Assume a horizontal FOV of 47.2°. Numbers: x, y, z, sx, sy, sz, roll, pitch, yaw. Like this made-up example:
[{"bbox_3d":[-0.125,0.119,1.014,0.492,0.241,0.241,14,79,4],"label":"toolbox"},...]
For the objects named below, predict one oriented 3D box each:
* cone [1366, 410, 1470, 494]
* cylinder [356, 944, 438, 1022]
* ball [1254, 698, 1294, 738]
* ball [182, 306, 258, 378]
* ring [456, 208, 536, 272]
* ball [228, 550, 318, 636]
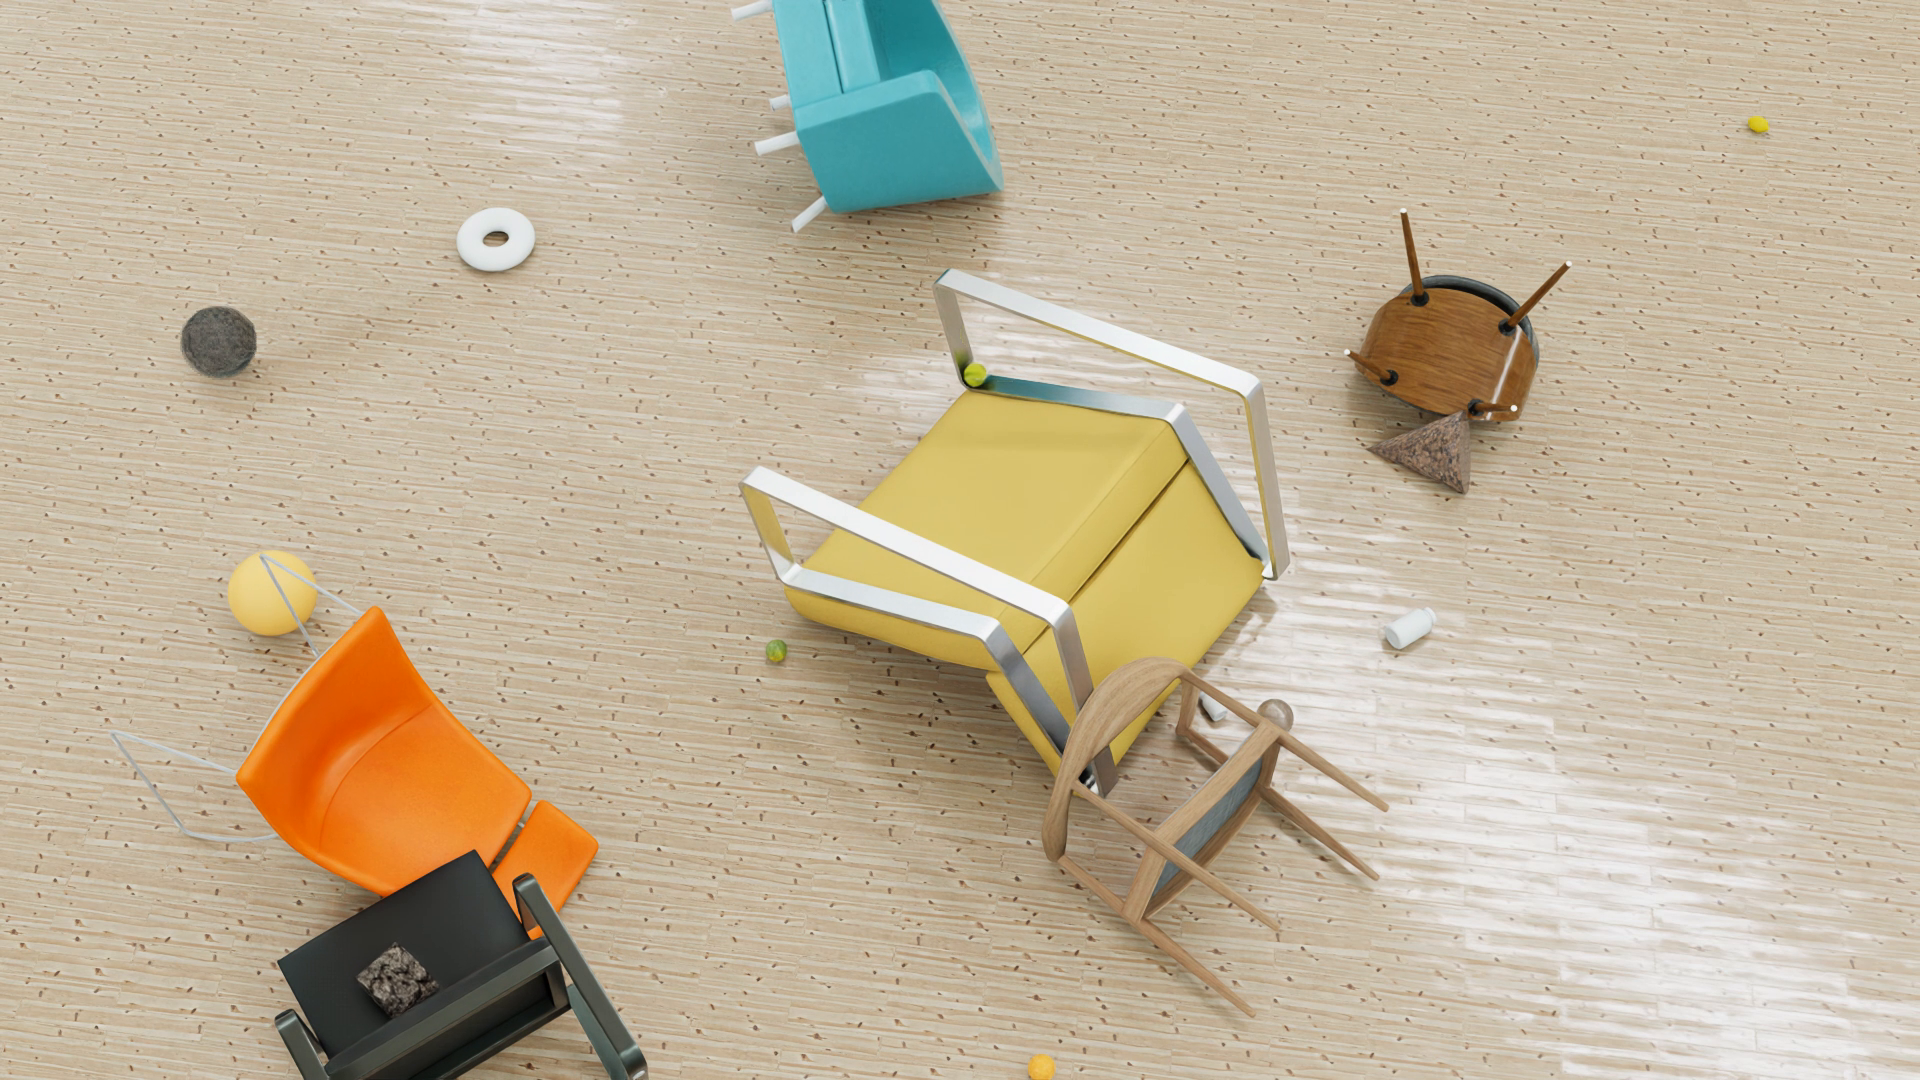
[{"bbox_3d":[1.382,-0.272,6.690,0.311,0.264,0.130,3,22,27],"label":"cone"},{"bbox_3d":[-1.409,1.108,5.507,0.170,0.076,0.130,36,63,23],"label":"cylinder"},{"bbox_3d":[0.883,0.499,6.173,0.109,0.109,0.109,0,56,0],"label":"ball"},{"bbox_3d":[-2.307,-0.618,6.854,0.223,0.223,0.223,0,56,0],"label":"ball"},{"bbox_3d":[-1.518,-0.984,7.195,0.256,0.067,0.258,-30,62,-18],"label":"ring"},{"bbox_3d":[-1.976,0.153,6.322,0.248,0.248,0.248,0,56,0],"label":"ball"}]
